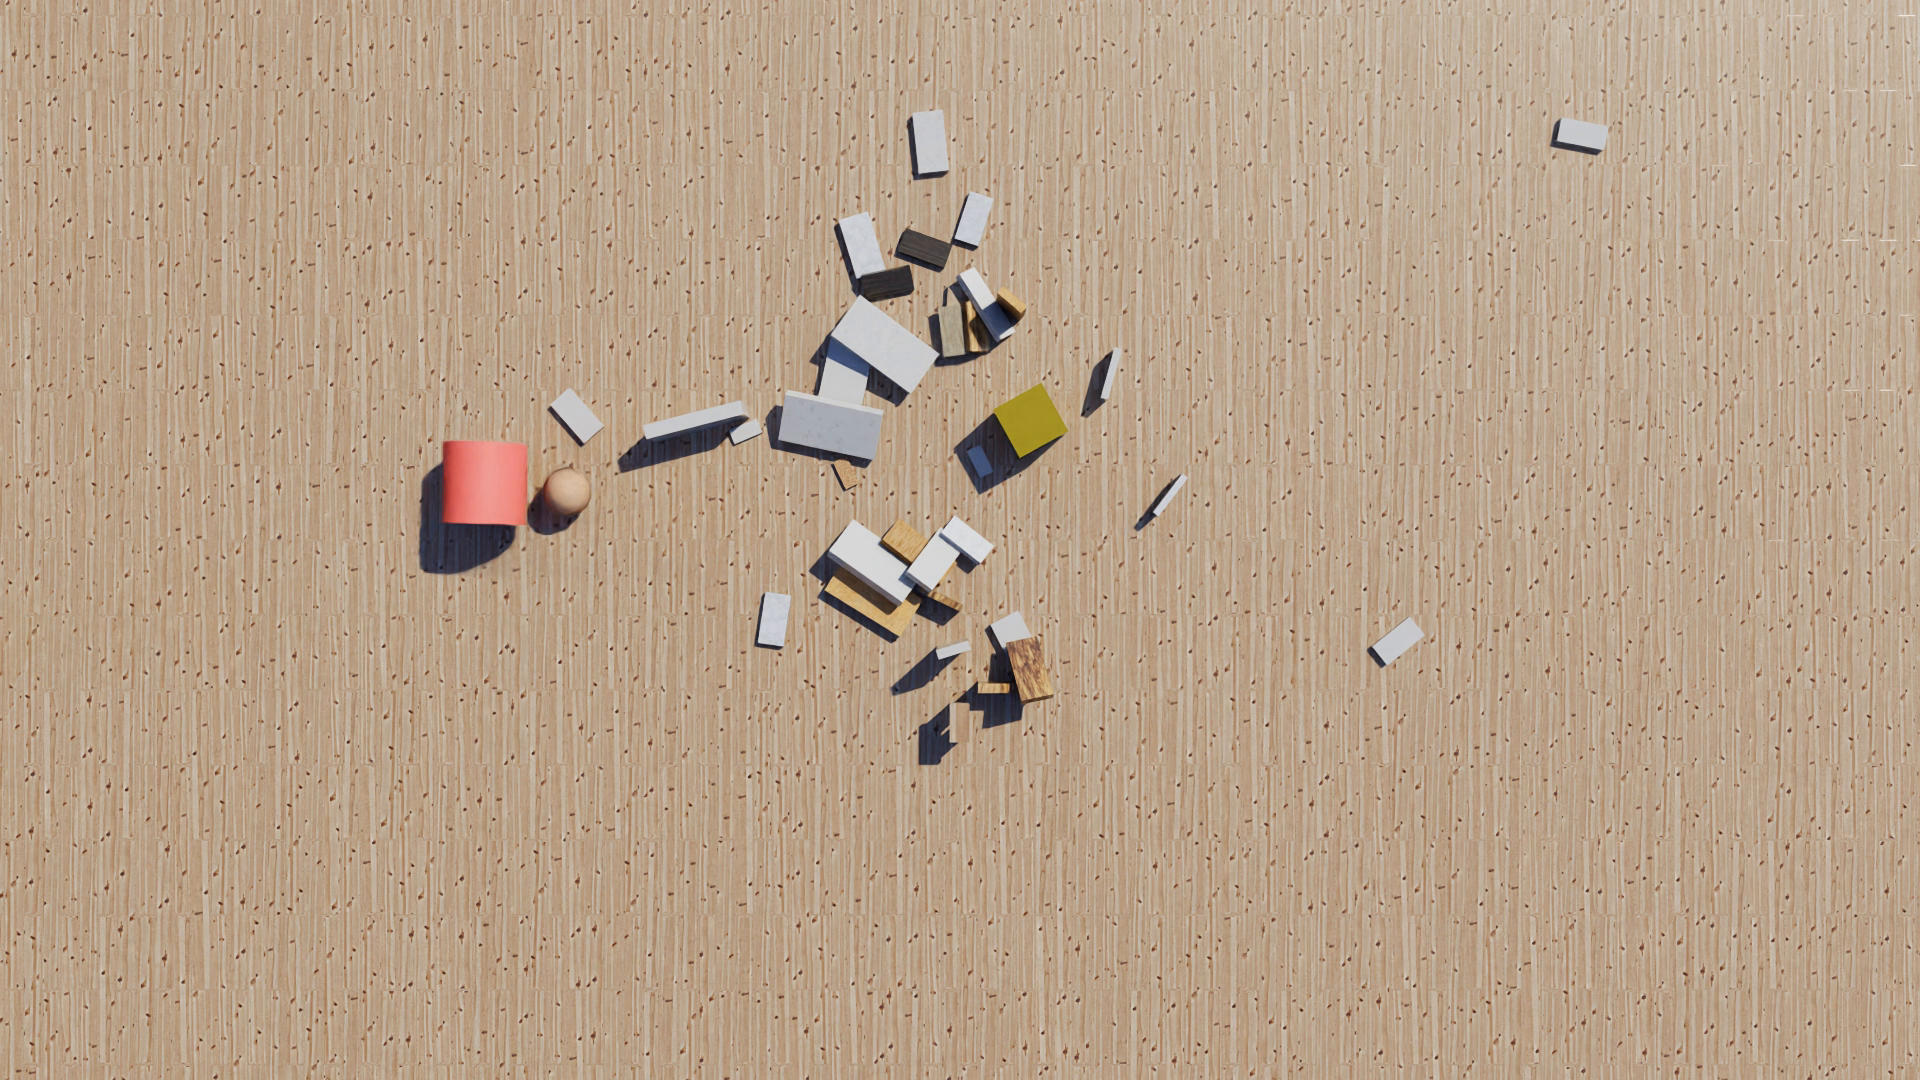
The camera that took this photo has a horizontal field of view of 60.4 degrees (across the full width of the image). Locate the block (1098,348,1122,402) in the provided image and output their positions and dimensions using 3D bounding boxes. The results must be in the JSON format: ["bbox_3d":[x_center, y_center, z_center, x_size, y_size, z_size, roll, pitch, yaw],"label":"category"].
[{"bbox_3d":[0.497,-0.547,5.457,0.024,0.086,0.171,15,90,0],"label":"block"}]

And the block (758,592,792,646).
[{"bbox_3d":[-0.616,0.263,5.488,0.086,0.024,0.171,8,90,0],"label":"block"}]

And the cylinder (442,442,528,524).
[{"bbox_3d":[-1.545,-0.183,5.370,0.261,0.261,0.261,1,90,0],"label":"cylinder"}]

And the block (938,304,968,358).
[{"bbox_3d":[-0.022,-0.692,5.465,0.082,0.023,0.165,-7,90,0],"label":"block"}]

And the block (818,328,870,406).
[{"bbox_3d":[-0.379,-0.546,5.479,0.147,0.042,0.293,12,90,0],"label":"block"}]

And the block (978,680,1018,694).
[{"bbox_3d":[0.167,0.485,5.446,0.215,0.108,0.030,0,90,0],"label":"block"}]

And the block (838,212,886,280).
[{"bbox_3d":[-0.324,-0.979,5.486,0.101,0.029,0.203,-17,90,0],"label":"block"}]

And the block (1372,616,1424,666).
[{"bbox_3d":[1.457,0.335,5.489,0.159,0.023,0.080,-39,90,0],"label":"block"}]

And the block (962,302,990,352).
[{"bbox_3d":[0.051,-0.706,5.465,0.082,0.023,0.164,-6,90,-40],"label":"block"}]

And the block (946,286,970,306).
[{"bbox_3d":[-0.004,-0.761,5.488,0.082,0.023,0.165,4,90,0],"label":"block"}]

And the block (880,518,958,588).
[{"bbox_3d":[-0.136,0.042,5.461,0.243,0.029,0.104,38,60,0],"label":"block"}]

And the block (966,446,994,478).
[{"bbox_3d":[0.067,-0.262,5.493,0.050,0.014,0.100,-26,90,0],"label":"block"}]

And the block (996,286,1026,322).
[{"bbox_3d":[0.168,-0.772,5.399,0.101,0.202,0.029,40,90,0],"label":"block"}]

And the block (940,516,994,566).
[{"bbox_3d":[0.022,0.002,5.470,0.165,0.023,0.082,38,61,0],"label":"block"}]

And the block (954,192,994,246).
[{"bbox_3d":[0.047,-1.067,5.488,0.082,0.023,0.165,18,90,0],"label":"block"}]

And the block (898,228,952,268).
[{"bbox_3d":[-0.116,-0.971,5.488,0.164,0.023,0.082,20,90,0],"label":"block"}]

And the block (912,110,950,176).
[{"bbox_3d":[-0.097,-1.322,5.486,0.101,0.029,0.202,-6,90,0],"label":"block"}]

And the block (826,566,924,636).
[{"bbox_3d":[-0.285,0.181,5.479,0.293,0.042,0.147,32,90,0],"label":"block"}]

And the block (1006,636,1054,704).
[{"bbox_3d":[0.227,0.426,5.400,0.108,0.030,0.215,-11,60,-6],"label":"block"}]

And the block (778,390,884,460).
[{"bbox_3d":[-0.425,-0.379,5.445,0.325,0.046,0.162,12,115,0],"label":"block"}]

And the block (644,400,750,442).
[{"bbox_3d":[-0.863,-0.389,5.419,0.325,0.162,0.046,-14,90,0],"label":"block"}]

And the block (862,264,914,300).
[{"bbox_3d":[-0.239,-0.855,5.473,0.164,0.023,0.082,-12,113,0],"label":"block"}]

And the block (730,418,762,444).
[{"bbox_3d":[-0.713,-0.362,5.493,0.100,0.014,0.050,-23,90,0],"label":"block"}]

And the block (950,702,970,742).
[{"bbox_3d":[-0.001,0.593,5.364,0.063,0.018,0.127,0,90,0],"label":"block"}]

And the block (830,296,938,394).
[{"bbox_3d":[-0.249,-0.643,5.442,0.325,0.046,0.162,36,85,-10],"label":"block"}]

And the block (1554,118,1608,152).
[{"bbox_3d":[2.069,-1.349,5.489,0.159,0.023,0.080,11,90,0],"label":"block"}]

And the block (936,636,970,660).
[{"bbox_3d":[-0.021,0.353,5.392,0.108,0.215,0.030,-17,90,0],"label":"block"}]

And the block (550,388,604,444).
[{"bbox_3d":[-1.272,-0.414,5.488,0.086,0.024,0.171,-41,90,0],"label":"block"}]

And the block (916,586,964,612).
[{"bbox_3d":[-0.067,0.190,5.459,0.165,0.082,0.023,25,90,0],"label":"block"}]

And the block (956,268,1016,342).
[{"bbox_3d":[0.085,-0.779,5.463,0.082,0.023,0.254,-32,90,-44],"label":"block"}]

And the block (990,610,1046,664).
[{"bbox_3d":[0.194,0.349,5.485,0.104,0.029,0.207,-27,90,0],"label":"block"}]

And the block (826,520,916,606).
[{"bbox_3d":[-0.277,0.076,5.443,0.293,0.042,0.147,35,60,1],"label":"block"}]

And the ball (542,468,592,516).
[{"bbox_3d":[-1.290,-0.160,5.422,0.156,0.156,0.156,0,90,0],"label":"ball"}]

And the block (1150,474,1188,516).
[{"bbox_3d":[0.692,-0.148,5.460,0.023,0.080,0.159,37,90,0],"label":"block"}]

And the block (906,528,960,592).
[{"bbox_3d":[-0.082,0.066,5.436,0.104,0.029,0.207,37,60,-1],"label":"block"}]

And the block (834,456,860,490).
[{"bbox_3d":[-0.379,-0.224,5.493,0.050,0.014,0.100,-25,90,0],"label":"block"}]

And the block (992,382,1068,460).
[{"bbox_3d":[0.228,-0.386,5.411,0.179,0.179,0.179,-29,90,0],"label":"block"}]
